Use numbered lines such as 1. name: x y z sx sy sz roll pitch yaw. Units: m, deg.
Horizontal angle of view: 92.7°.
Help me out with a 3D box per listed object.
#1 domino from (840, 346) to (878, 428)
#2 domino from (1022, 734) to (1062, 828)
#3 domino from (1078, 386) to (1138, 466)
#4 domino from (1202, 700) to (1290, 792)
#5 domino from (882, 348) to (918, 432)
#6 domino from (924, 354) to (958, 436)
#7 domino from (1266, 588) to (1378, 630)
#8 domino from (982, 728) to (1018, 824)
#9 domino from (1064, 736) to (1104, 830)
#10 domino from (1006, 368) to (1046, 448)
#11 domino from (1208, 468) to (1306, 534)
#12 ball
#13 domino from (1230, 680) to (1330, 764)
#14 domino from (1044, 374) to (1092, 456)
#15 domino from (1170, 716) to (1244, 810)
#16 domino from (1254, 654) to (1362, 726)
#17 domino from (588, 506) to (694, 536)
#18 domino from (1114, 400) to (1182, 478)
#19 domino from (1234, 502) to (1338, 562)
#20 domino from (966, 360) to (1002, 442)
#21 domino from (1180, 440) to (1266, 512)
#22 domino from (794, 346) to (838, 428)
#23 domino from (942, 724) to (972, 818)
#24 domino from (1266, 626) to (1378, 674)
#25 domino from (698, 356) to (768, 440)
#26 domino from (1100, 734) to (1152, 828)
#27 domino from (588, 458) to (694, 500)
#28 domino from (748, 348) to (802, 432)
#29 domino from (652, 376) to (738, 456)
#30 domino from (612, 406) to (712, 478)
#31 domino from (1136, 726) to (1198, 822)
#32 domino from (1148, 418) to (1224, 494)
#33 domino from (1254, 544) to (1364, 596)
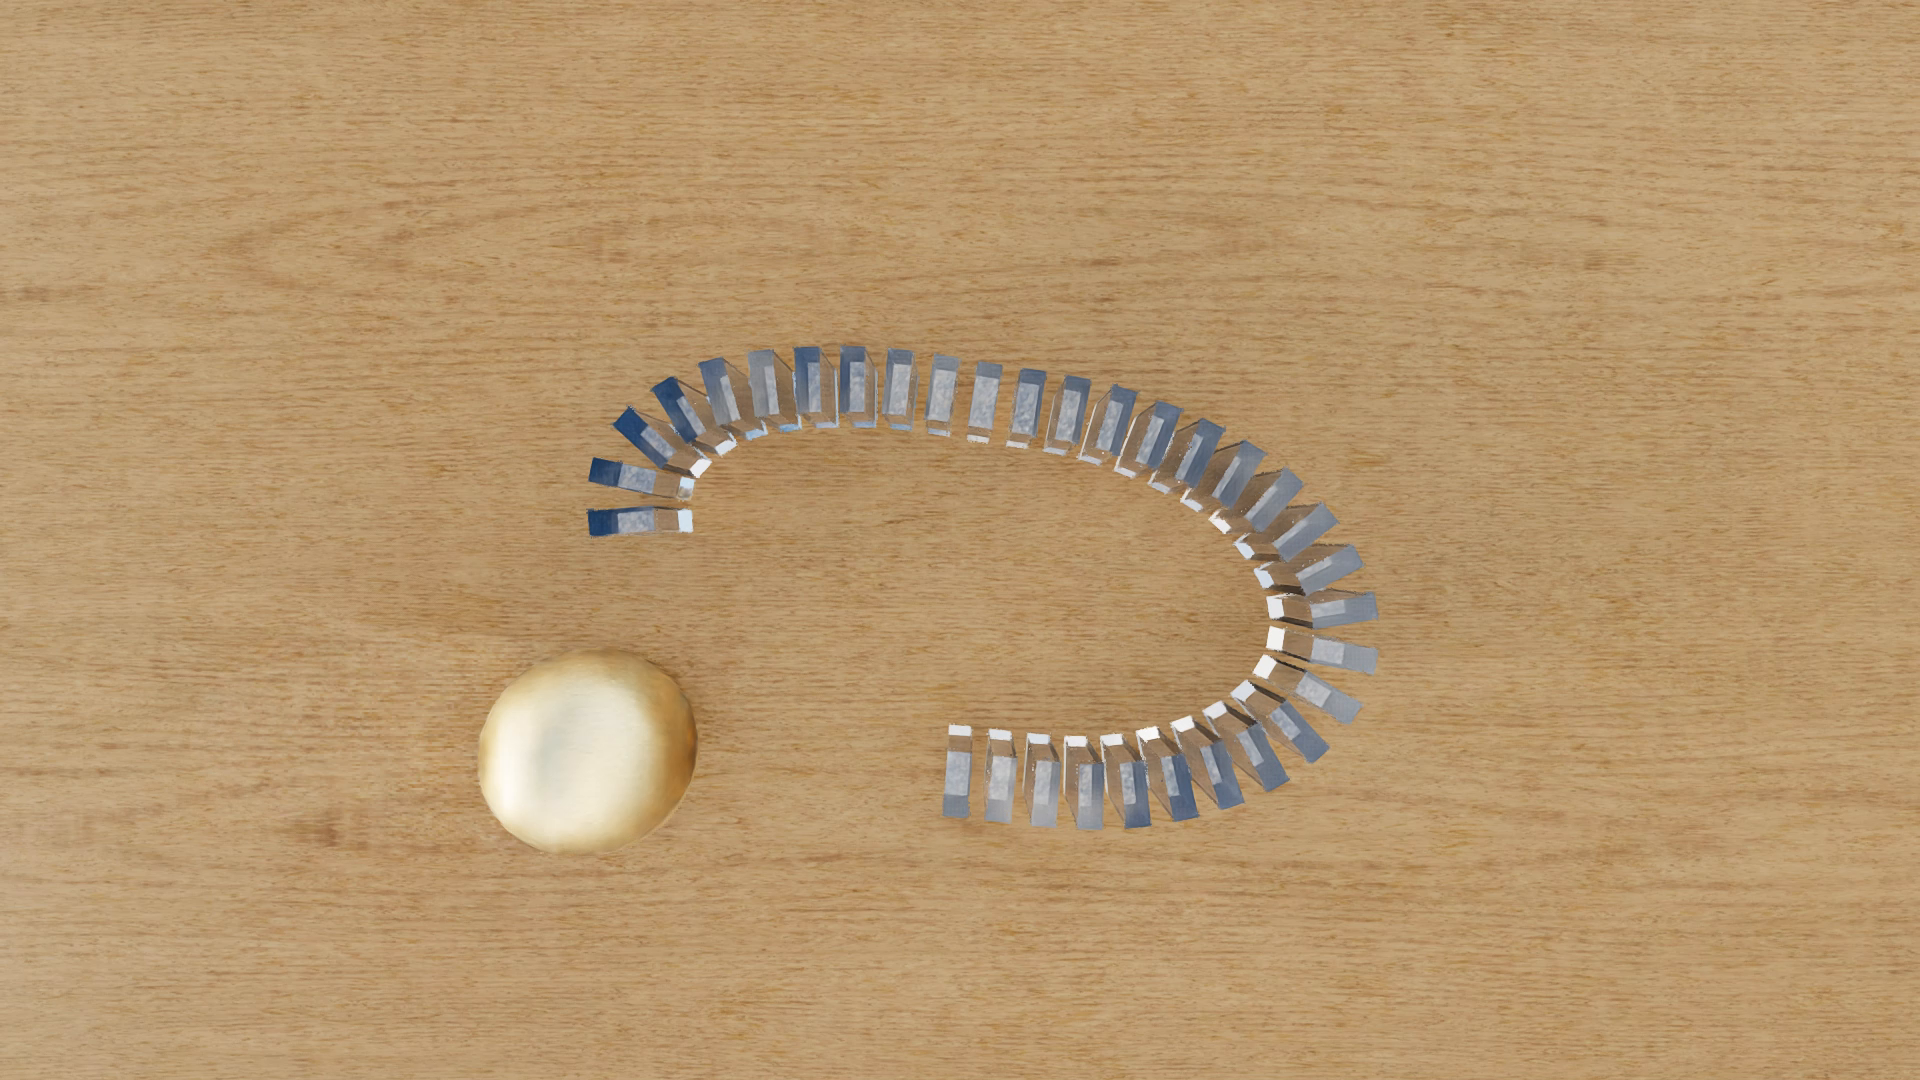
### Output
1. domino: -0.041 -0.062 0.375 0.010 0.050 0.025 1 90 0
2. domino: 0.033 0.097 0.375 0.010 0.050 0.025 5 90 0
3. domino: 0.060 -0.046 0.375 0.009 0.050 0.025 17 90 0
4. domino: 0.116 0.083 0.375 0.010 0.050 0.025 -29 90 0
5. domino: -0.024 -0.060 0.375 0.009 0.050 0.025 6 90 0
6. domino: -0.007 -0.058 0.375 0.009 0.050 0.025 9 90 0
7. domino: 0.147 0.028 0.375 0.025 0.050 0.010 -9 90 0
8. domino: 0.016 0.095 0.375 0.009 0.050 0.025 7 90 0
9. domino: 0.050 0.098 0.375 0.009 0.050 0.025 1 90 0
10. domino: 0.027 -0.053 0.375 0.009 0.050 0.025 9 90 0
11. domino: 0.120 -0.015 0.375 0.010 0.050 0.025 41 90 0
12. ball: -0.145 0.082 0.360 0.080 0.080 0.080 0 90 0
13. domino: 0.130 0.073 0.375 0.009 0.050 0.025 -42 90 0
14. domino: 0.043 -0.050 0.375 0.010 0.050 0.025 11 90 0
15. domino: 0.100 0.090 0.375 0.010 0.050 0.025 -19 90 0
16. domino: 0.141 0.060 0.375 0.025 0.050 0.010 32 90 0
17. domino: -0.129 -0.007 0.375 0.025 0.050 0.010 -5 90 0
18. domino: 0.076 -0.040 0.375 0.010 0.050 0.025 22 90 0
19. domino: 0.132 -0.003 0.375 0.025 0.050 0.010 -39 90 0
20. domino: 0.010 -0.055 0.375 0.010 0.050 0.025 9 90 0
21. domino: 0.107 -0.025 0.375 0.010 0.050 0.025 32 90 0
22. domino: -0.058 -0.061 0.375 0.009 0.050 0.025 -2 90 0
23. domino: -0.001 0.094 0.375 0.009 0.050 0.025 4 90 0
24. domino: 0.147 0.044 0.375 0.025 0.050 0.010 10 90 0
25. domino: -0.092 -0.057 0.375 0.009 0.050 0.025 -17 90 0
26. domino: 0.067 0.097 0.375 0.010 0.050 0.025 -6 90 0
27. domino: -0.129 -0.024 0.375 0.025 0.050 0.010 12 90 0
28. domino: -0.075 -0.060 0.375 0.009 0.050 0.025 -7 90 0
29. domino: -0.107 -0.050 0.375 0.010 0.050 0.025 -32 90 0
30. domino: -0.120 -0.039 0.375 0.025 0.050 0.009 42 90 0
31. domino: 0.084 0.095 0.375 0.009 0.050 0.025 -12 90 0
32. domino: 0.092 -0.033 0.375 0.009 0.050 0.025 26 90 0
33. domino: 0.141 0.011 0.375 0.025 0.050 0.010 -27 90 0
